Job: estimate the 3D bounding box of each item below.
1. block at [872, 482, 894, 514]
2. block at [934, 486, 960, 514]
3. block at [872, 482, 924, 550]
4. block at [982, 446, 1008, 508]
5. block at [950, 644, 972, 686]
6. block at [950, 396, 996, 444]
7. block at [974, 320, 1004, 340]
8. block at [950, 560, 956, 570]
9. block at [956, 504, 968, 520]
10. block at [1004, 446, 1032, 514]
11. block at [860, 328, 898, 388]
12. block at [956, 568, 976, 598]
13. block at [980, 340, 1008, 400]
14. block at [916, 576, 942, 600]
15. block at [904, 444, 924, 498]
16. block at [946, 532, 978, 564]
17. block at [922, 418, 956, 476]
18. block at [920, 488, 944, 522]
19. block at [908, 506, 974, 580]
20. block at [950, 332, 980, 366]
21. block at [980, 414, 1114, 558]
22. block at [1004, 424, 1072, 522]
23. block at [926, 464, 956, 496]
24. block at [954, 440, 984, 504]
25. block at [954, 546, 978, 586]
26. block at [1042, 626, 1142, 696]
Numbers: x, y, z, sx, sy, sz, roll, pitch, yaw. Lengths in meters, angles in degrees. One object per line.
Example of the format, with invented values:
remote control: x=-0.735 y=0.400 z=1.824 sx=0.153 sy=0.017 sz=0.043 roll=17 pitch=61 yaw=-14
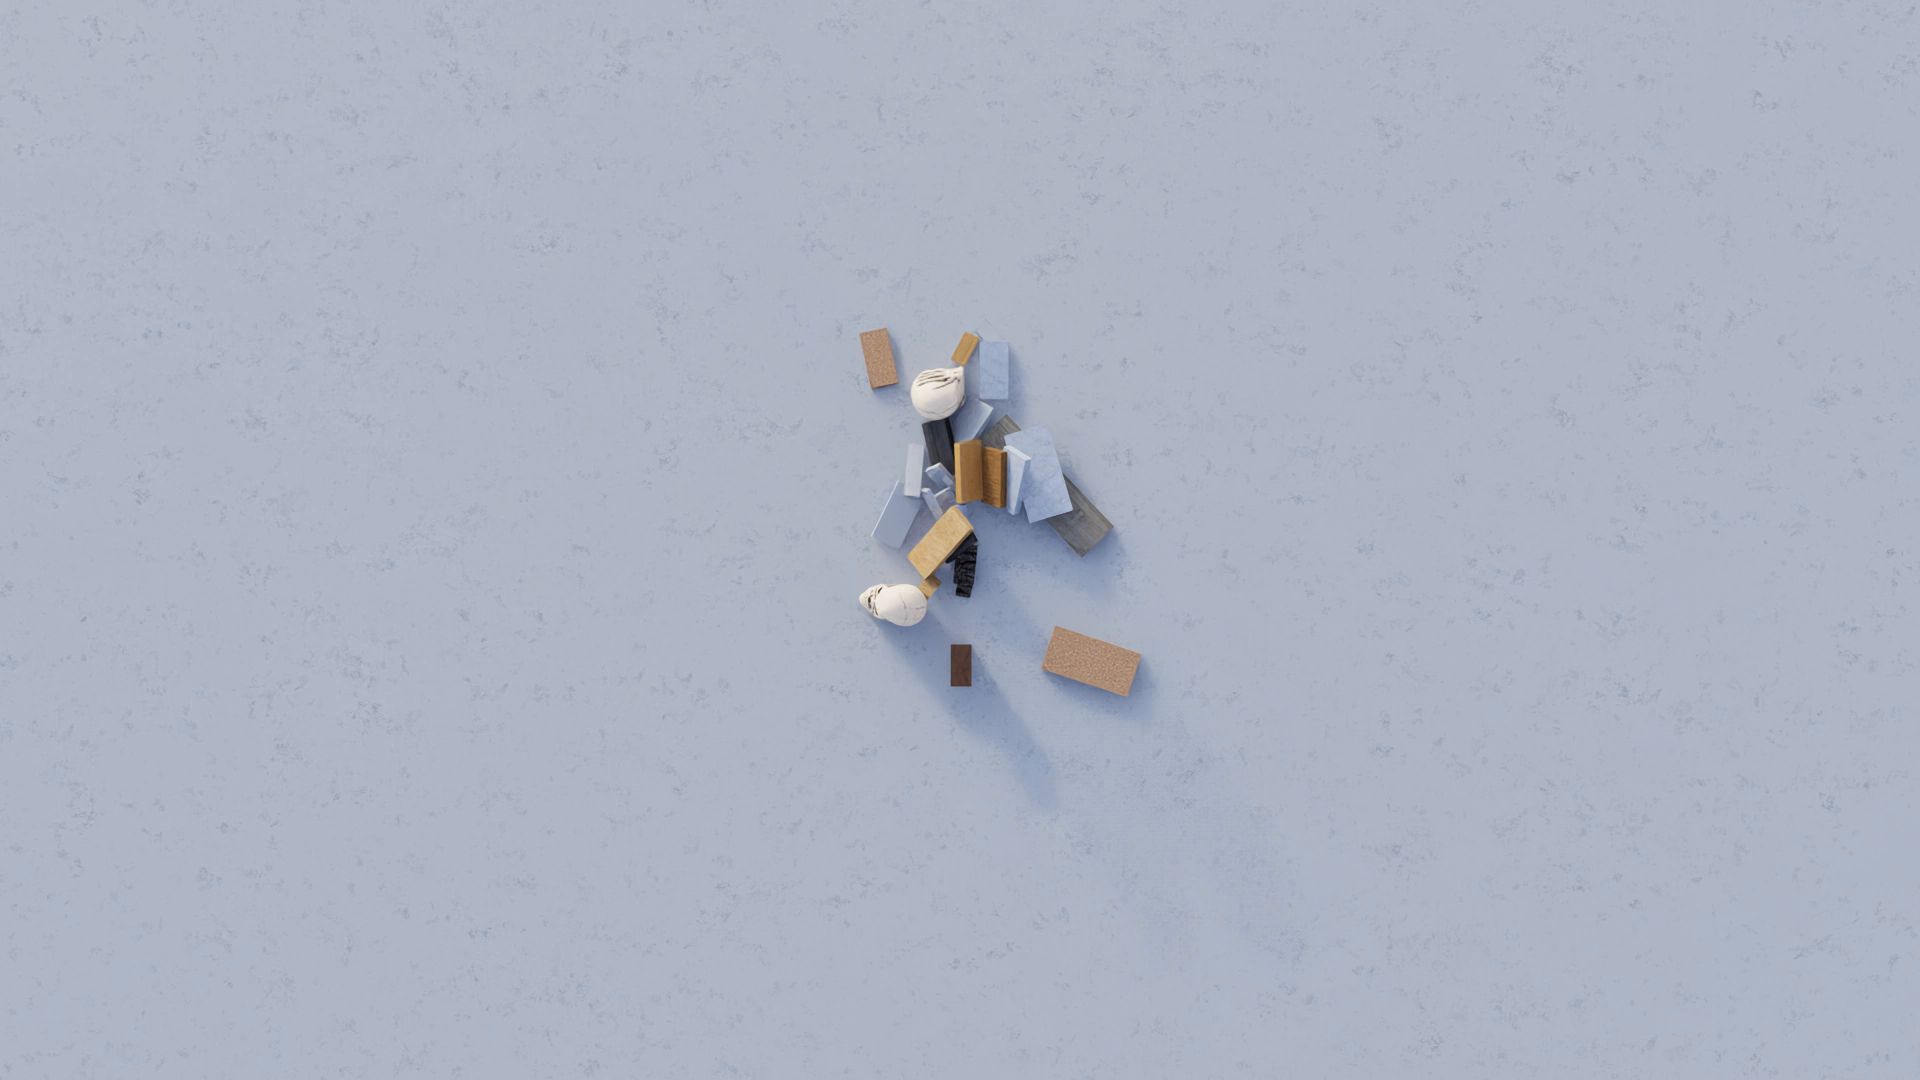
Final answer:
block: x=-0.244 y=-0.138 z=5.493 sx=0.050 sy=0.014 sz=0.101 roll=39 pitch=90 yaw=0
block: x=-0.031 y=-0.109 z=5.466 sx=0.063 sy=0.018 sz=0.127 roll=-31 pitch=114 yaw=0
block: x=-0.205 y=-0.082 z=5.476 sx=0.102 sy=0.029 sz=0.204 roll=26 pitch=90 yaw=-11
block: x=0.112 y=-0.208 z=5.430 sx=0.026 sy=0.093 sz=0.186 roll=-14 pitch=113 yaw=-39
block: x=0.003 y=0.407 z=5.354 sx=0.068 sy=0.019 sz=0.136 roll=0 pitch=90 yaw=0
block: x=0.026 y=-0.374 z=5.467 sx=0.096 sy=0.027 sz=0.192 roll=34 pitch=90 yaw=26
block: x=0.102 y=-0.680 z=5.493 sx=0.052 sy=0.015 sz=0.104 roll=-42 pitch=90 yaw=0
block: x=0.006 y=0.036 z=5.463 sx=0.069 sy=0.020 sz=0.138 roll=3 pitch=114 yaw=0
block: x=0.003 y=-0.068 z=5.443 sx=0.048 sy=0.014 sz=0.095 roll=-8 pitch=105 yaw=0
block: x=0.170 y=-0.196 z=5.412 sx=0.102 sy=0.029 sz=0.204 roll=35 pitch=126 yaw=36
block: x=-0.270 y=-0.604 z=5.487 sx=0.093 sy=0.026 sz=0.186 roll=-12 pitch=90 yaw=0
block: x=0.018 y=0.141 z=5.470 sx=0.050 sy=0.014 sz=0.101 roll=9 pitch=114 yaw=-3
block: x=0.113 y=-0.564 z=5.477 sx=0.096 sy=0.027 sz=0.192 roll=0 pitch=95 yaw=0
block: x=-0.102 y=0.153 z=5.456 sx=0.050 sy=0.101 sz=0.014 roll=41 pitch=128 yaw=0
block: x=-0.152 y=-0.229 z=5.465 sx=0.052 sy=0.015 sz=0.178 roll=7 pitch=74 yaw=-9
block: x=-0.009 y=0.012 z=5.410 sx=0.138 sy=0.020 sz=0.069 roll=-38 pitch=75 yaw=30
block: x=-0.061 y=-0.303 z=5.458 sx=0.096 sy=0.027 sz=0.192 roll=-12 pitch=92 yaw=37
block: x=-0.086 y=-0.112 z=5.452 sx=0.018 sy=0.063 sz=0.127 roll=-32 pitch=106 yaw=-14
block: x=-0.065 y=0.009 z=5.417 sx=0.102 sy=0.029 sz=0.246 roll=51 pitch=118 yaw=18
block: x=0.017 y=-0.636 z=5.493 sx=0.052 sy=0.015 sz=0.104 roll=28 pitch=90 yaw=0
block: x=0.278 y=-0.179 z=5.479 sx=0.149 sy=0.042 sz=0.518 roll=-44 pitch=90 yaw=0
block: x=0.258 y=-0.220 z=5.437 sx=0.149 sy=0.042 sz=0.299 roll=-17 pitch=90 yaw=0
block: x=-0.050 y=-0.197 z=5.448 sx=0.127 sy=0.063 sz=0.018 roll=47 pitch=46 yaw=-23
block: x=0.029 y=-0.227 z=5.430 sx=0.093 sy=0.026 sz=0.199 roll=-14 pitch=109 yaw=-37
block: x=0.018 y=0.081 z=5.462 sx=0.069 sy=0.020 sz=0.138 roll=5 pitch=114 yaw=-1
block: x=0.435 y=0.402 z=5.479 sx=0.299 sy=0.042 sz=0.149 roll=18 pitch=90 yaw=0
